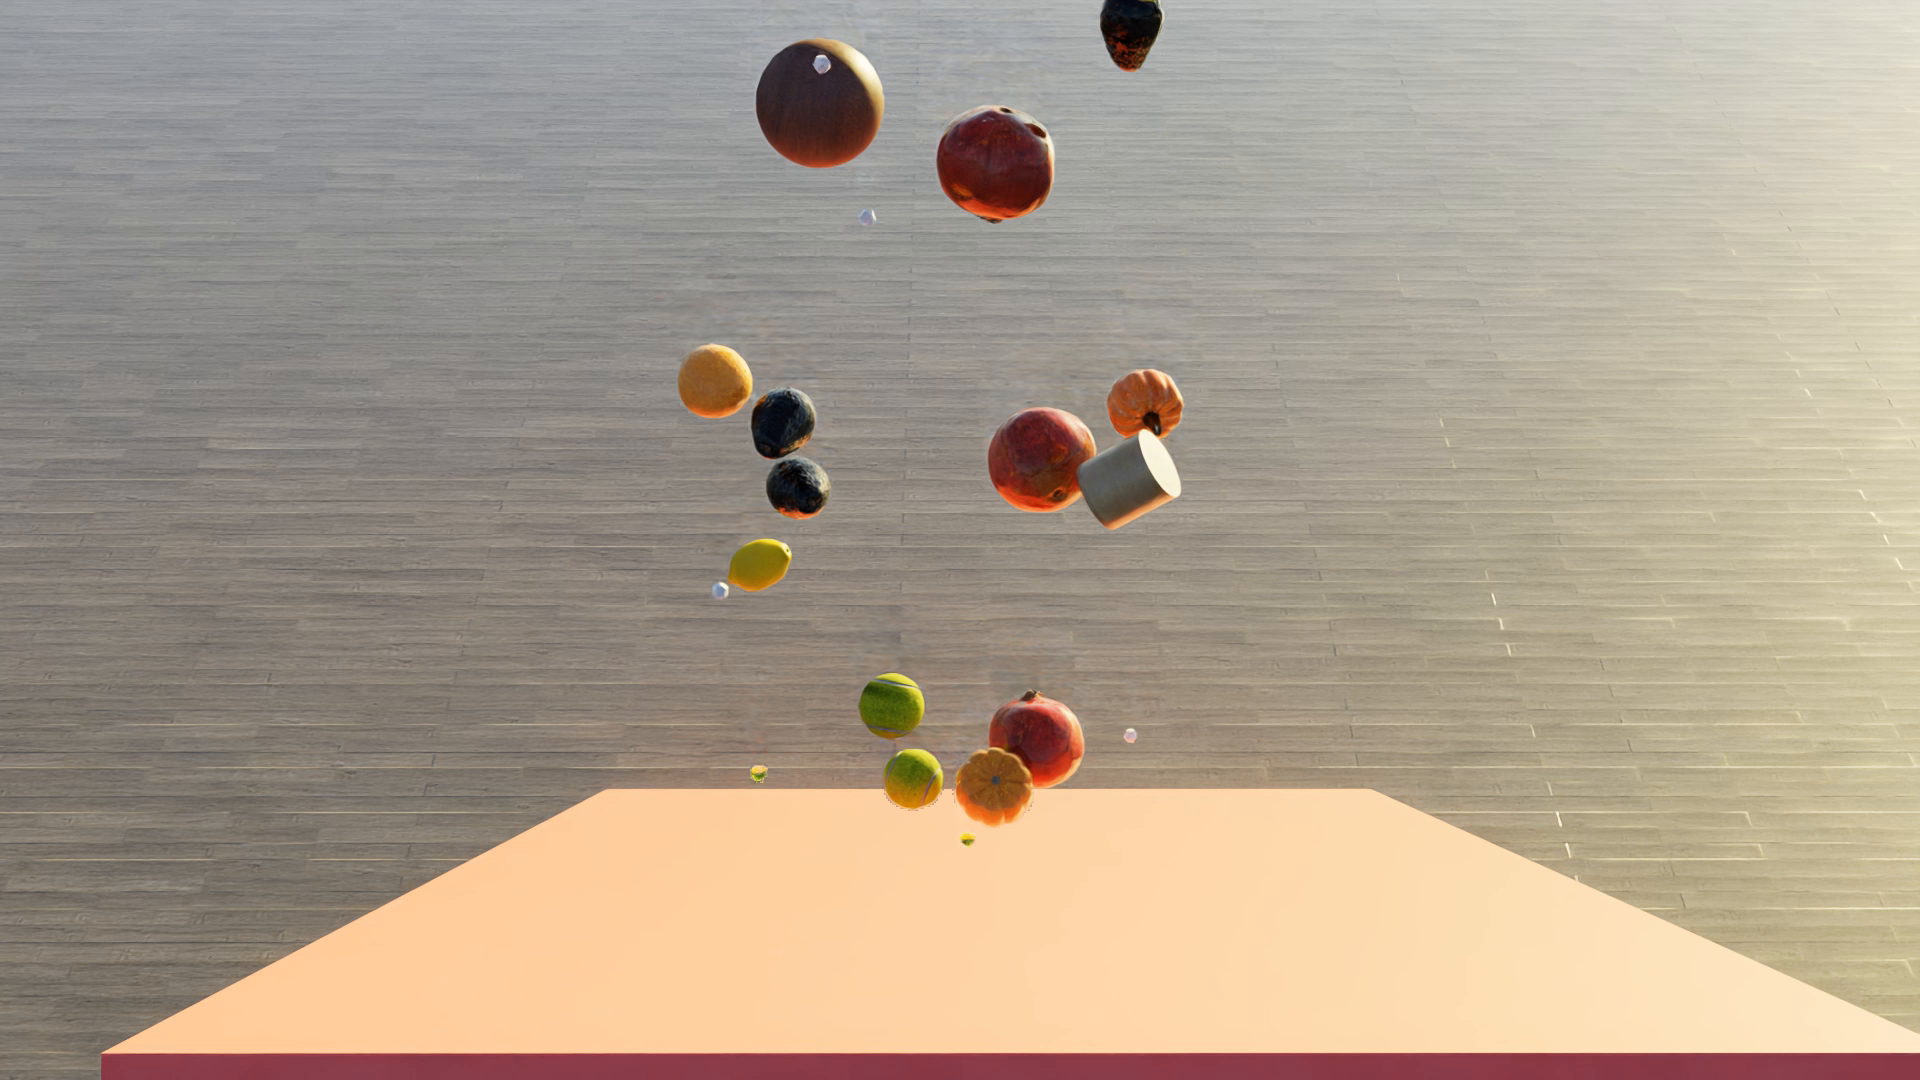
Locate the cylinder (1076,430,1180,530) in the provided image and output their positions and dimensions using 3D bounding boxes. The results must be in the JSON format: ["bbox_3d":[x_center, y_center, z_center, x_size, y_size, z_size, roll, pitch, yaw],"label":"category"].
[{"bbox_3d":[0.168,-0.060,2.588,0.074,0.074,0.074,-28,26,23],"label":"cylinder"}]

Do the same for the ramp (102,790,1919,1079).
[{"bbox_3d":[0.075,0.652,4.792,2.000,0.100,4.000,0,-1,0],"label":"ramp"}]
